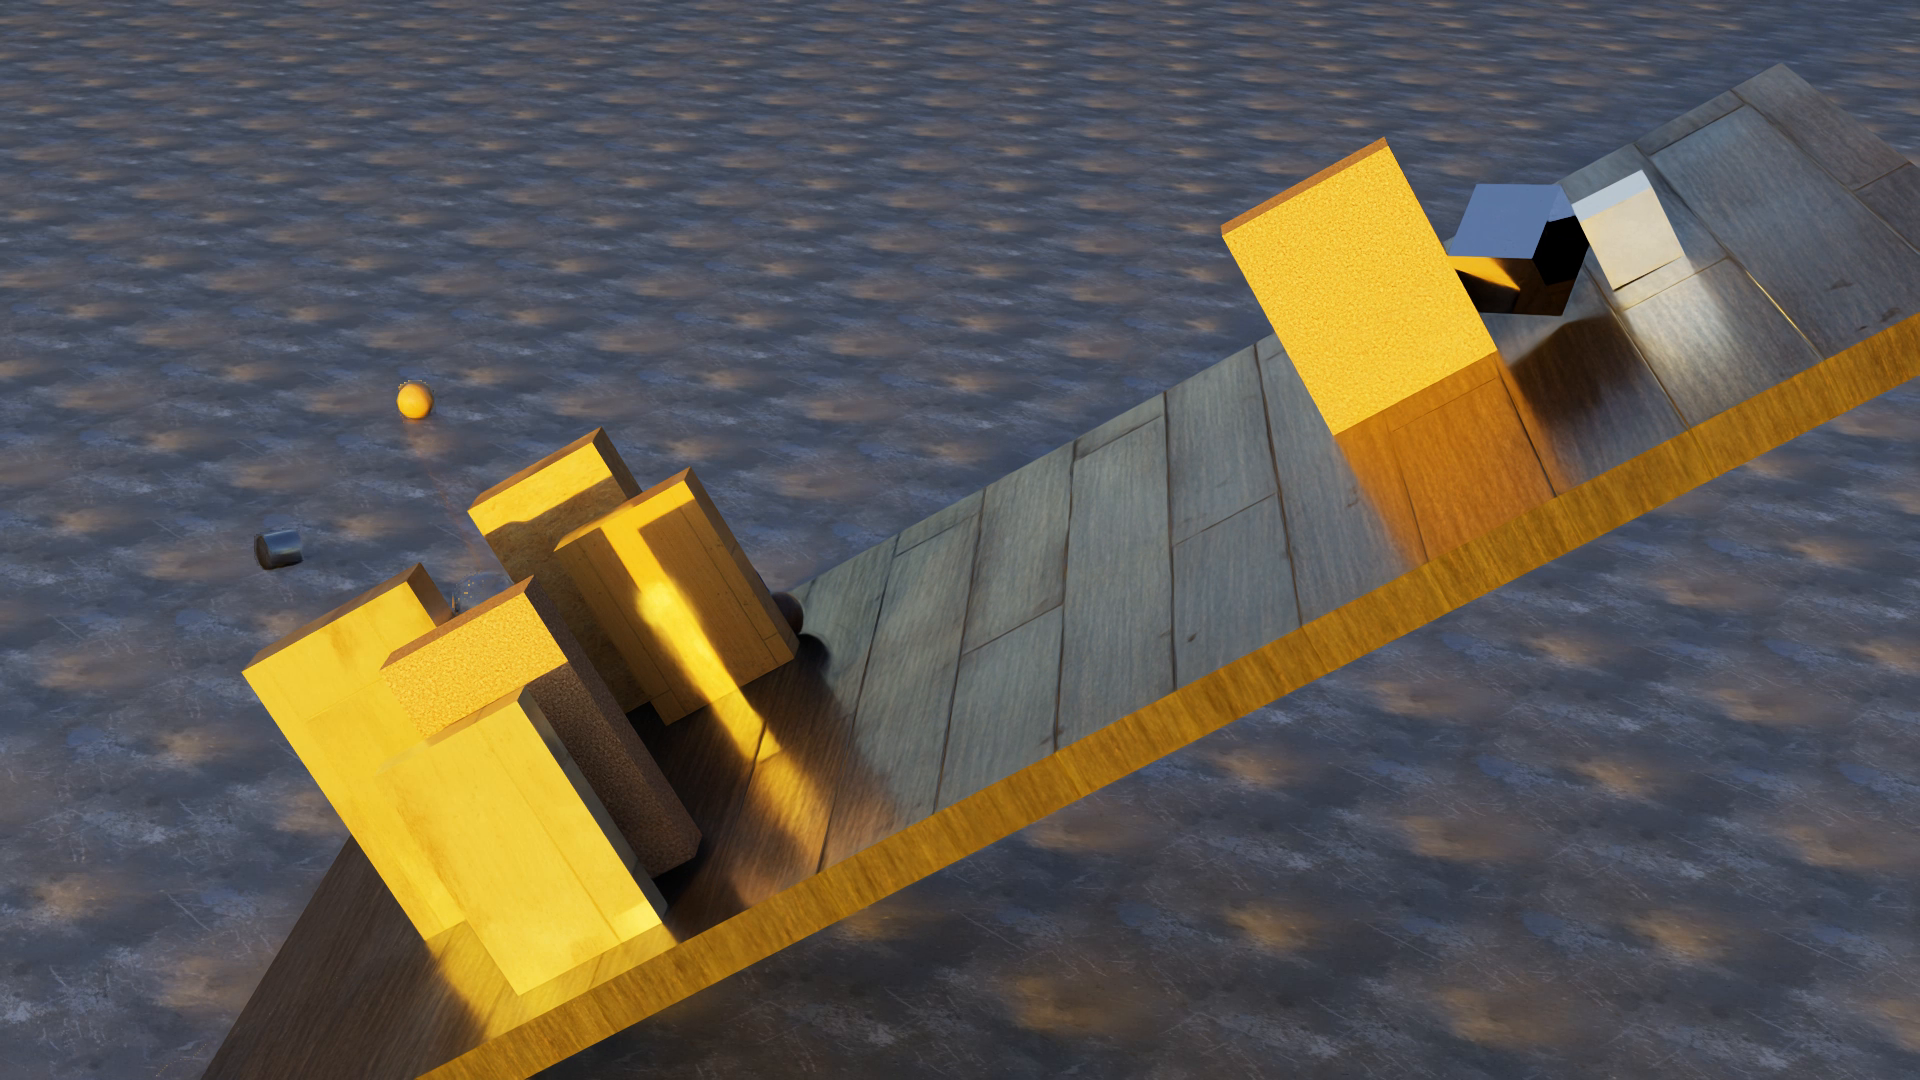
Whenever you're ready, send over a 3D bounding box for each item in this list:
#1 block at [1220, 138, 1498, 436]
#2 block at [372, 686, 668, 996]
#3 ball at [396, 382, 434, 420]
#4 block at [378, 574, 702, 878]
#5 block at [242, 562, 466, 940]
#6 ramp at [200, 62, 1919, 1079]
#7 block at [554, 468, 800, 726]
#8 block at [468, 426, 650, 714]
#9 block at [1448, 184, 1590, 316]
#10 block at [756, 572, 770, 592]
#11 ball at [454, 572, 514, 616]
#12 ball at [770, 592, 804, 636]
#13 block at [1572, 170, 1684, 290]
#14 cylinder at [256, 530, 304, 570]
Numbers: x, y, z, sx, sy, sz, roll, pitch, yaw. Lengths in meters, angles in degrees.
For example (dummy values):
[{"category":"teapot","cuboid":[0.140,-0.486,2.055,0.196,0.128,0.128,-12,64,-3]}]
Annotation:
[{"category":"block","cuboid":[0.819,-0.519,6.045,0.377,0.483,0.100,-28,15,12]},{"category":"block","cuboid":[-0.840,0.579,5.632,0.329,0.518,0.080,-28,15,12]},{"category":"ball","cuboid":[-2.129,-0.545,11.500,0.143,0.143,0.143,0,18,0]},{"category":"block","cuboid":[-0.834,0.429,5.879,0.342,0.639,0.107,-28,15,12]},{"category":"block","cuboid":[-1.149,0.456,6.285,0.418,0.708,0.125,-28,15,12]},{"category":"ramp","cuboid":[0.142,0.168,6.284,4.000,0.100,2.000,-28,15,12]},{"category":"block","cuboid":[-0.652,0.132,6.810,0.351,0.491,0.110,-28,15,12]},{"category":"block","cuboid":[-0.862,0.088,7.116,0.353,0.623,0.134,-28,15,12]},{"category":"block","cuboid":[1.139,-0.591,5.991,0.187,0.187,0.187,6,60,37]},{"category":"block","cuboid":[-0.541,0.201,7.019,0.162,0.162,0.162,-20,18,37]},{"category":"ball","cuboid":[-1.473,0.200,9.165,0.205,0.205,0.205,0,18,0]},{"category":"ball","cuboid":[-0.427,0.183,6.935,0.120,0.120,0.120,0,18,0]},{"category":"block","cuboid":[1.359,-0.632,5.989,0.158,0.158,0.158,-26,15,14]},{"category":"cylinder","cuboid":[-2.268,0.033,9.803,0.118,0.118,0.118,-12,22,-33]}]
